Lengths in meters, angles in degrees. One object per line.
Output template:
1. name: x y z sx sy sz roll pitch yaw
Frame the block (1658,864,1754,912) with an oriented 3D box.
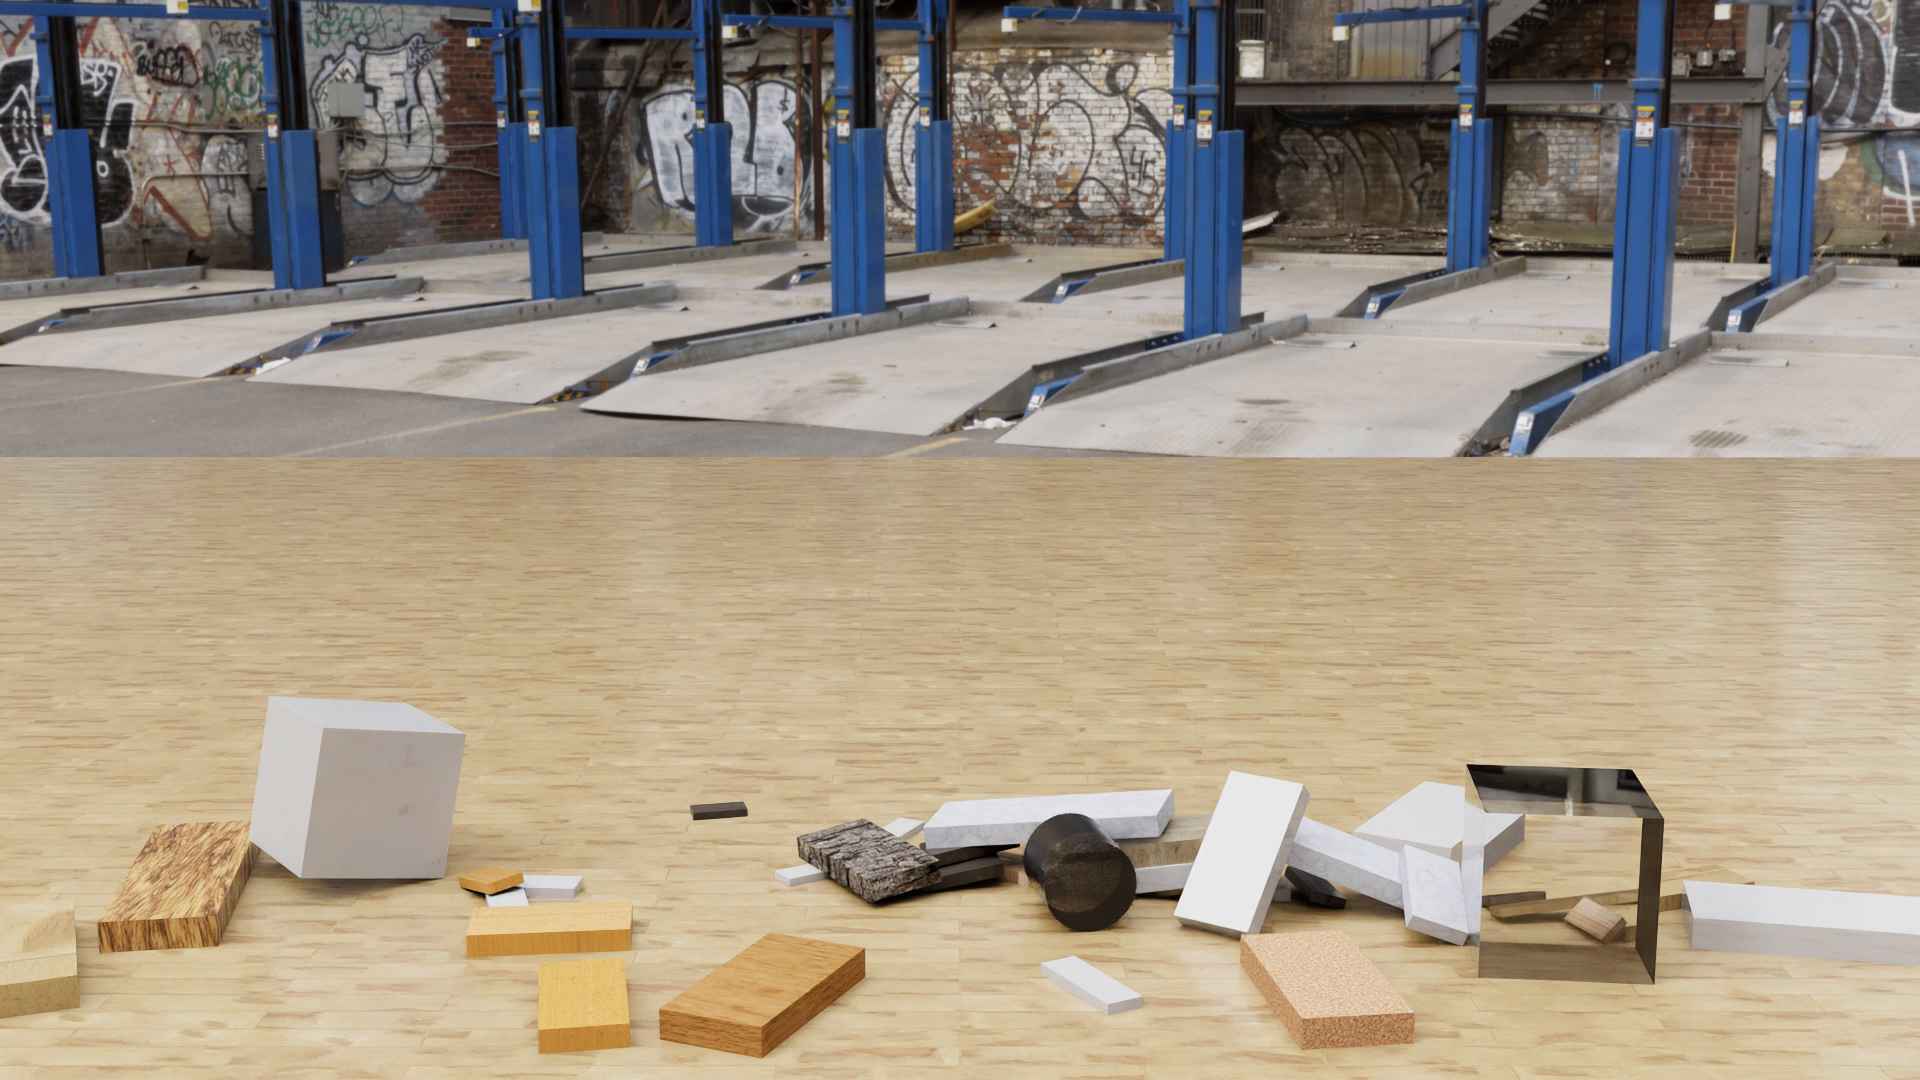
1. block: 1.169 0.582 3.641 0.287 0.027 0.094 -4 11 -22

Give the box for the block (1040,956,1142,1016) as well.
1. block: 0.194 0.658 3.255 0.060 0.017 0.183 -6 12 -29

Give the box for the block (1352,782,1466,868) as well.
1. block: 0.855 0.514 3.942 0.178 0.050 0.356 7 12 31

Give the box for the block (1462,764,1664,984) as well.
1. block: 0.921 0.510 3.393 0.258 0.258 0.258 1 11 6

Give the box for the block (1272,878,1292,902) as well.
1. block: 0.486 0.581 3.666 0.126 0.018 0.063 1 11 5

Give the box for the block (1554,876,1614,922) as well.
1. block: 1.017 0.584 3.583 0.050 0.014 0.099 -44 21 -8

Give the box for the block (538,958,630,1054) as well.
1. block: -0.542 0.667 3.159 0.125 0.035 0.249 -2 11 -10

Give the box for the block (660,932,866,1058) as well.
1. block: -0.281 0.656 3.189 0.162 0.046 0.324 5 11 23

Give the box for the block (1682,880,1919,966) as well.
1. block: 1.450 0.607 3.438 0.599 0.050 0.178 2 11 13

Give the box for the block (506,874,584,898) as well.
1. block: -0.699 0.580 3.677 0.124 0.018 0.062 1 11 4

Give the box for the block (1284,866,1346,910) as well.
1. block: 0.589 0.576 3.647 0.063 0.018 0.126 16 7 -13

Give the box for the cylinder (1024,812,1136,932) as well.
1. cylinder: 0.192 0.535 3.551 0.150 0.150 0.150 -2 11 -11

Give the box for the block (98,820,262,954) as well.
1. block: -1.286 0.568 3.653 0.176 0.050 0.495 -2 11 -9

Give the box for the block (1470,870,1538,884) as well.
1. block: 0.915 0.569 3.705 0.099 0.014 0.050 -3 -8 -15

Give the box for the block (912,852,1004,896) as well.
1. block: -0.010 0.558 3.710 0.156 0.022 0.078 -11 15 -11

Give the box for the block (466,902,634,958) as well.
1. block: -0.642 0.611 3.458 0.249 0.035 0.125 -1 11 -6

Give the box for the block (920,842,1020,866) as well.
1. block: 0.016 0.520 3.751 0.156 0.022 0.078 -12 11 -15

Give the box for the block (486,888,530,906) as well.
1. block: -0.735 0.598 3.577 0.062 0.018 0.124 -3 11 -17

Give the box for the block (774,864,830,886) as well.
1. block: -0.259 0.568 3.748 0.101 0.014 0.050 -7 13 -33

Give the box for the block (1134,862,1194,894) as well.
1. block: 0.397 0.537 3.674 0.280 0.040 0.140 -9 8 15

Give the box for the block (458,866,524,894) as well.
1. block: -0.782 0.566 3.666 0.062 0.018 0.124 -16 8 -35

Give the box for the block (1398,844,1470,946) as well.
1. block: 0.754 0.565 3.505 0.094 0.027 0.187 19 28 -3

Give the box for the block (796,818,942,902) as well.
1. block: -0.157 0.540 3.724 0.132 0.037 0.265 -13 15 -29

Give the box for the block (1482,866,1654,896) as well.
1. block: 1.010 0.567 3.658 0.275 0.014 0.050 -6 -4 -5

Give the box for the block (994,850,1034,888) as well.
1. block: 0.083 0.560 3.768 0.156 0.022 0.078 8 13 35

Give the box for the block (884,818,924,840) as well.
1. block: -0.110 0.526 3.974 0.050 0.014 0.101 5 12 26

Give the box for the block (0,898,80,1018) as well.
1. block: -1.426 0.631 3.314 0.176 0.050 0.353 -4 11 -22

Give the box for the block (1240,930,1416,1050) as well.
1. block: 0.530 0.652 3.209 0.162 0.046 0.324 -1 11 -8

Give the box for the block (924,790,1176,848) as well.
1. block: 0.151 0.473 3.728 0.406 0.037 0.132 -5 11 18

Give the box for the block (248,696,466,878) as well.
1. block: -1.032 0.422 3.759 0.252 0.252 0.252 7 4 -38

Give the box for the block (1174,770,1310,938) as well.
1. block: 0.453 0.504 3.525 0.132 0.265 0.037 7 -29 35

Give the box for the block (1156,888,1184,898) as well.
1. block: 0.392 0.569 3.666 0.126 0.018 0.063 -9 8 13

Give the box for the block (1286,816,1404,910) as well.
1. block: 0.650 0.531 3.601 0.280 0.040 0.140 21 15 1

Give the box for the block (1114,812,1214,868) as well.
1. block: 0.303 0.511 3.702 0.280 0.040 0.140 -9 9 19

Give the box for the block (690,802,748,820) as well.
1. block: -0.449 0.504 4.093 0.101 0.014 0.050 -3 11 -14
